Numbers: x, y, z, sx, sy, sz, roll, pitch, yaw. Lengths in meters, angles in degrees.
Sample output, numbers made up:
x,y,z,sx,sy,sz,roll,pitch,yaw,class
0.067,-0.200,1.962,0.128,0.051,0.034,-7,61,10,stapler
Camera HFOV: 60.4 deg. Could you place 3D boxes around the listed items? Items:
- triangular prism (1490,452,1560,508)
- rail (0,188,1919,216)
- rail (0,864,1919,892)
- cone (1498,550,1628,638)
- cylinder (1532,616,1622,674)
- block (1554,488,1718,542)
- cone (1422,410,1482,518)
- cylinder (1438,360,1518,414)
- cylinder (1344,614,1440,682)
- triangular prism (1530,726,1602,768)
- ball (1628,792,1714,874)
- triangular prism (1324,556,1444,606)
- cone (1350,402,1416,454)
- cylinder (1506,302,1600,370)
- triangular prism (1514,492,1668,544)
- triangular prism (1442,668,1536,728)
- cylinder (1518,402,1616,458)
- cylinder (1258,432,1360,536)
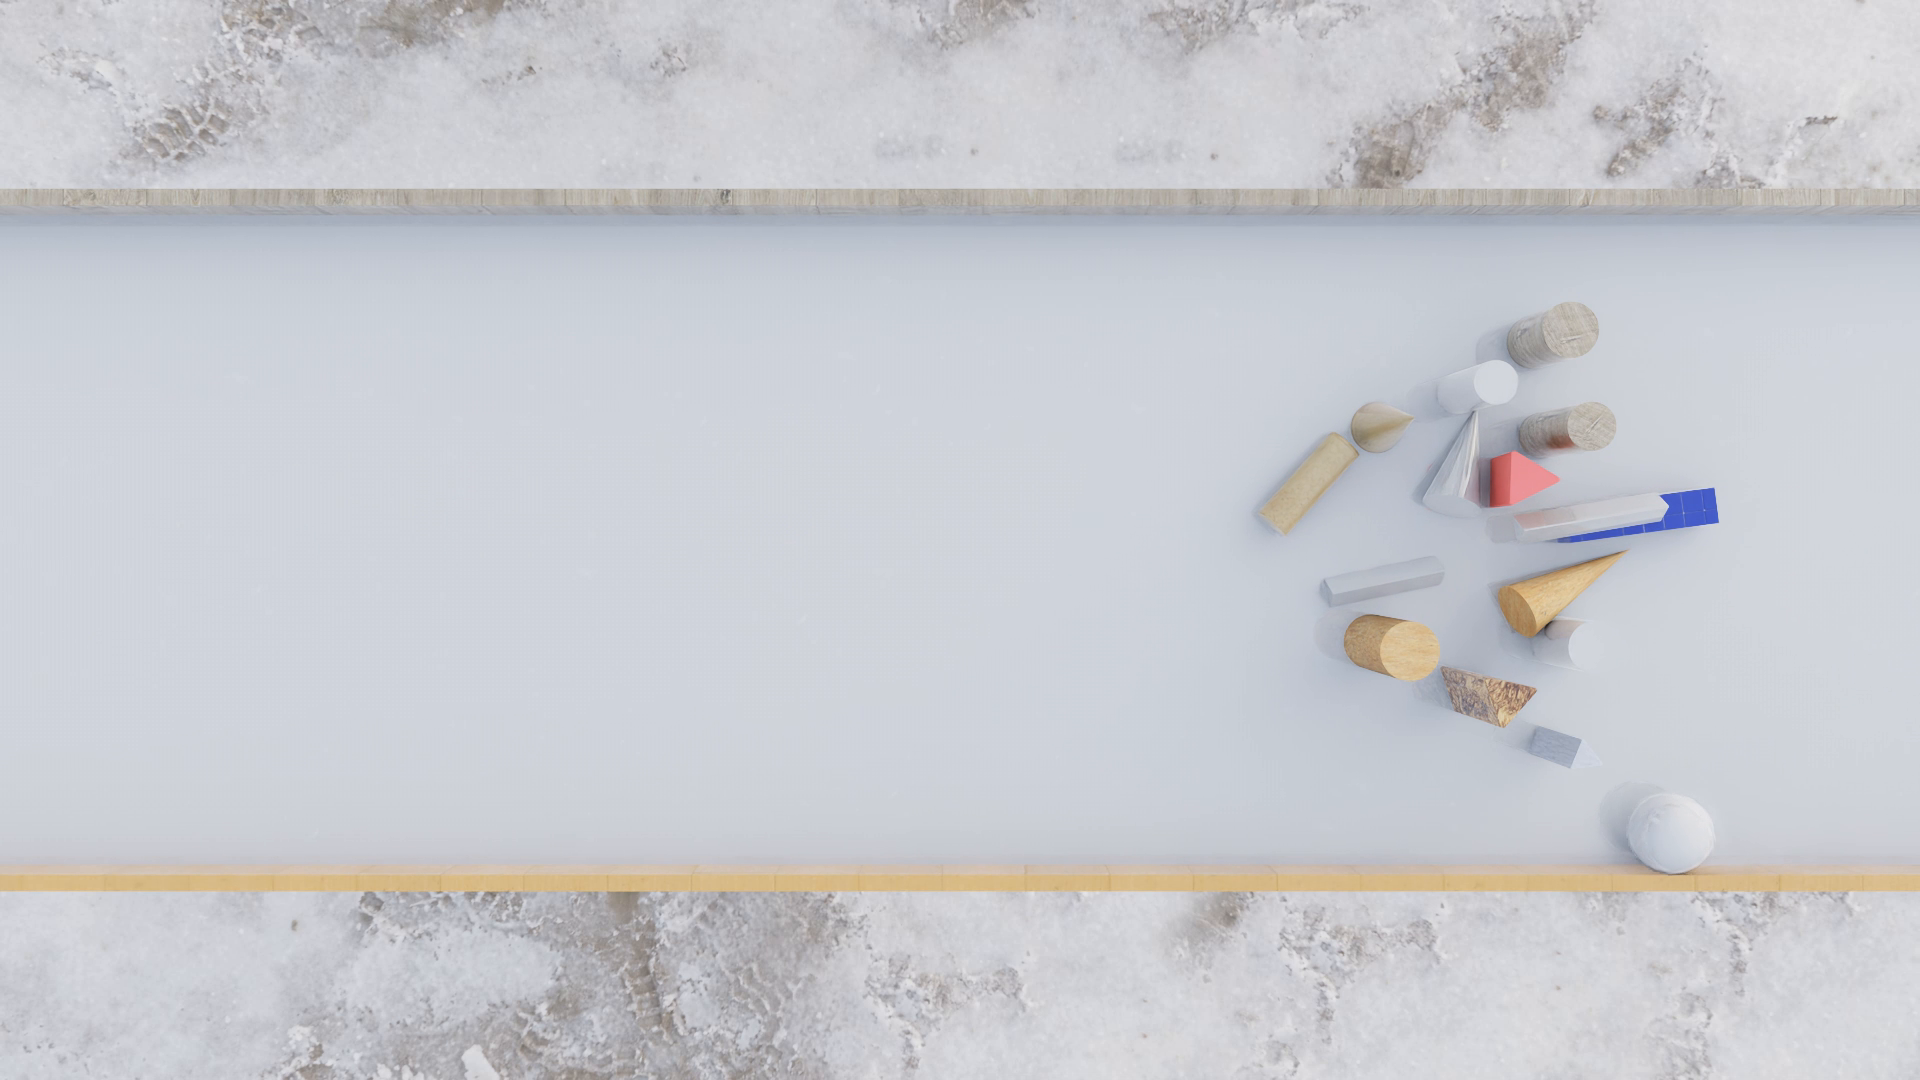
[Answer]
x,y,z,sx,sy,sz,roll,pitch,yaw,class
1.630,-0.193,4.859,0.151,0.427,0.131,-28,85,9,triangular prism
-2.247,-1.025,5.002,12.000,0.150,0.050,0,90,0,rail
-2.247,1.025,5.001,12.000,0.150,0.050,0,90,0,rail
1.875,0.123,5.034,0.430,0.172,0.172,-27,90,-11,cone
1.834,0.310,4.921,0.153,0.312,0.153,0,90,0,cylinder
2.057,-0.075,5.023,0.450,0.108,0.108,-8,90,0,block
1.541,-0.259,5.034,0.176,0.176,0.340,18,75,0,cone
1.532,-0.451,4.894,0.127,0.364,0.127,0,90,0,cylinder
1.266,0.313,4.859,0.169,0.435,0.169,0,90,0,cylinder
1.790,0.610,4.901,0.091,0.351,0.079,-8,90,0,triangular prism
2.137,0.880,4.957,0.239,0.239,0.239,0,90,0,ball
1.299,0.127,5.036,0.348,0.078,0.090,-12,90,0,triangular prism
1.282,-0.346,4.860,0.158,0.432,0.158,0,90,0,cone
1.764,-0.607,4.919,0.164,0.314,0.164,0,90,0,cylinder
1.887,-0.065,4.929,0.435,0.076,0.087,-9,90,0,triangular prism
1.527,0.433,4.857,0.126,0.439,0.146,42,90,0,triangular prism
1.789,-0.322,4.872,0.140,0.409,0.140,0,90,0,cylinder
1.061,-0.170,5.022,0.110,0.110,0.334,42,90,0,cylinder
